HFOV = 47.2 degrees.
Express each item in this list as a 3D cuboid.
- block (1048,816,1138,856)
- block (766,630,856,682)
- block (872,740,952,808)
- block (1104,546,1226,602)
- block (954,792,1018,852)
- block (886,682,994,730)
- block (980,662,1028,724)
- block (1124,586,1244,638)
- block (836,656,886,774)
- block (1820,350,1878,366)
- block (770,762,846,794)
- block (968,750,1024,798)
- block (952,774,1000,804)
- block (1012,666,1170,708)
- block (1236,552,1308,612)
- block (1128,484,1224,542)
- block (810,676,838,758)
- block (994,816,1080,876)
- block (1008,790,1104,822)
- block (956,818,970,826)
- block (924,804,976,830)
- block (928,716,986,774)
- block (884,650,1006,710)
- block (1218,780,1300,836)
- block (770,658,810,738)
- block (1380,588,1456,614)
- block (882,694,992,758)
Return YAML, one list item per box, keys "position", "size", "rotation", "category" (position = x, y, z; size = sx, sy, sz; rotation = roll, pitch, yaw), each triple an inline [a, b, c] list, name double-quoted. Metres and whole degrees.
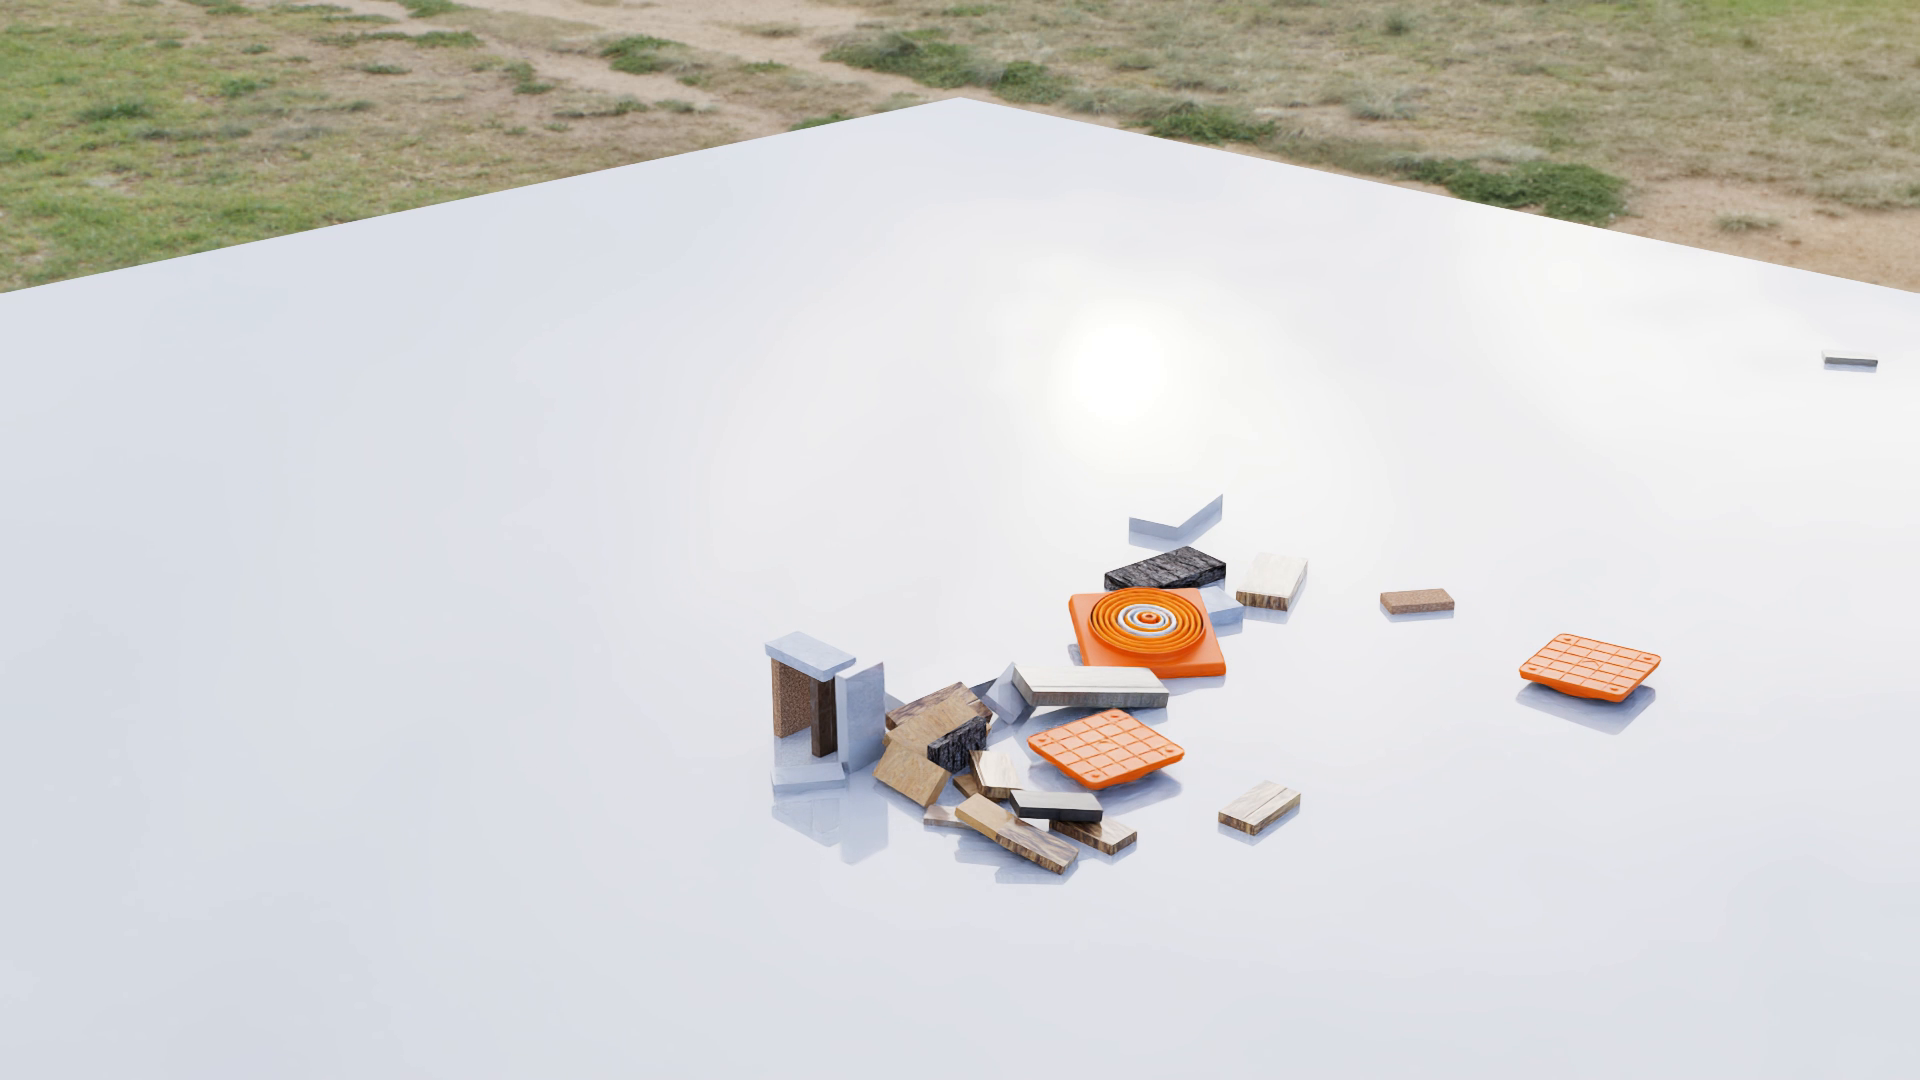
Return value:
- position: [0.264, 0.575, 4.377]
  size: [0.161, 0.023, 0.081]
  rotation: [20, 30, 39]
  category: "block"
- position: [-0.318, 0.246, 4.670]
  size: [0.186, 0.026, 0.093]
  rotation: [21, 31, 41]
  category: "block"
- position: [-0.100, 0.482, 4.523]
  size: [0.171, 0.085, 0.024]
  rotation: [25, -8, 45]
  category: "block"
- position: [0.514, 0.088, 5.501]
  size: [0.283, 0.040, 0.142]
  rotation: [-17, 28, -34]
  category: "block"
- position: [0.070, 0.559, 4.356]
  size: [0.148, 0.021, 0.074]
  rotation: [29, 32, 24]
  category: "block"
- position: [-0.047, 0.386, 4.761]
  size: [0.222, 0.031, 0.111]
  rotation: [-21, 52, -40]
  category: "block"
- position: [0.114, 0.339, 4.874]
  size: [0.085, 0.024, 0.171]
  rotation: [39, 31, 3]
  category: "block"
- position: [0.540, 0.173, 5.306]
  size: [0.256, 0.036, 0.128]
  rotation: [-10, 25, -23]
  category: "block"
- position: [-0.207, 0.368, 4.609]
  size: [0.031, 0.222, 0.111]
  rotation: [19, 29, 39]
  category: "block"
- position: [2.881, -0.590, 7.123]
  size: [0.161, 0.023, 0.081]
  rotation: [5, 23, 11]
  category: "block"
- position: [-0.316, 0.494, 4.569]
  size: [0.148, 0.021, 0.074]
  rotation: [-4, 23, -9]
  category: "block"
- position: [0.072, 0.485, 4.556]
  size: [0.086, 0.024, 0.172]
  rotation: [6, 19, -12]
  category: "block"
- position: [0.034, 0.515, 4.528]
  size: [0.055, 0.016, 0.111]
  rotation: [-11, 25, -24]
  category: "block"
- position: [0.289, 0.325, 4.880]
  size: [0.325, 0.036, 0.128]
  rotation: [2, 22, -20]
  category: "block"
- position: [0.778, 0.102, 5.474]
  size: [0.128, 0.036, 0.256]
  rotation: [8, 24, 18]
  category: "block"
- position: [0.580, -0.077, 5.890]
  size: [0.142, 0.040, 0.283]
  rotation: [13, 26, 28]
  category: "block"
- position: [-0.274, 0.361, 4.671]
  size: [0.026, 0.186, 0.093]
  rotation: [21, 31, 41]
  category: "block"
- position: [0.150, 0.595, 4.286]
  size: [0.148, 0.021, 0.074]
  rotation: [25, 30, 18]
  category: "block"
- position: [0.191, 0.530, 4.386]
  size: [0.172, 0.024, 0.086]
  rotation: [4, 15, -13]
  category: "block"
- position: [0.056, 0.563, 4.384]
  size: [0.111, 0.016, 0.055]
  rotation: [24, 31, 20]
  category: "block"
- position: [-0.013, 0.558, 4.425]
  size: [0.111, 0.016, 0.055]
  rotation: [5, 23, 11]
  category: "block"
- position: [-0.006, 0.440, 4.614]
  size: [0.024, 0.086, 0.171]
  rotation: [17, 28, 34]
  category: "block"
- position: [-0.036, 0.329, 4.934]
  size: [0.284, 0.040, 0.142]
  rotation: [-17, 28, -35]
  category: "block"
- position: [0.607, 0.541, 4.454]
  size: [0.086, 0.024, 0.172]
  rotation: [18, 29, 36]
  category: "block"
- position: [-0.362, 0.327, 4.752]
  size: [0.026, 0.186, 0.093]
  rotation: [21, 31, 41]
  category: "block"
- position: [1.119, 0.150, 5.379]
  size: [0.161, 0.023, 0.081]
  rotation: [-4, 23, -9]
  category: "block"
- position: [-0.048, 0.415, 4.674]
  size: [0.111, 0.031, 0.222]
  rotation: [43, 44, 21]
  category: "block"
